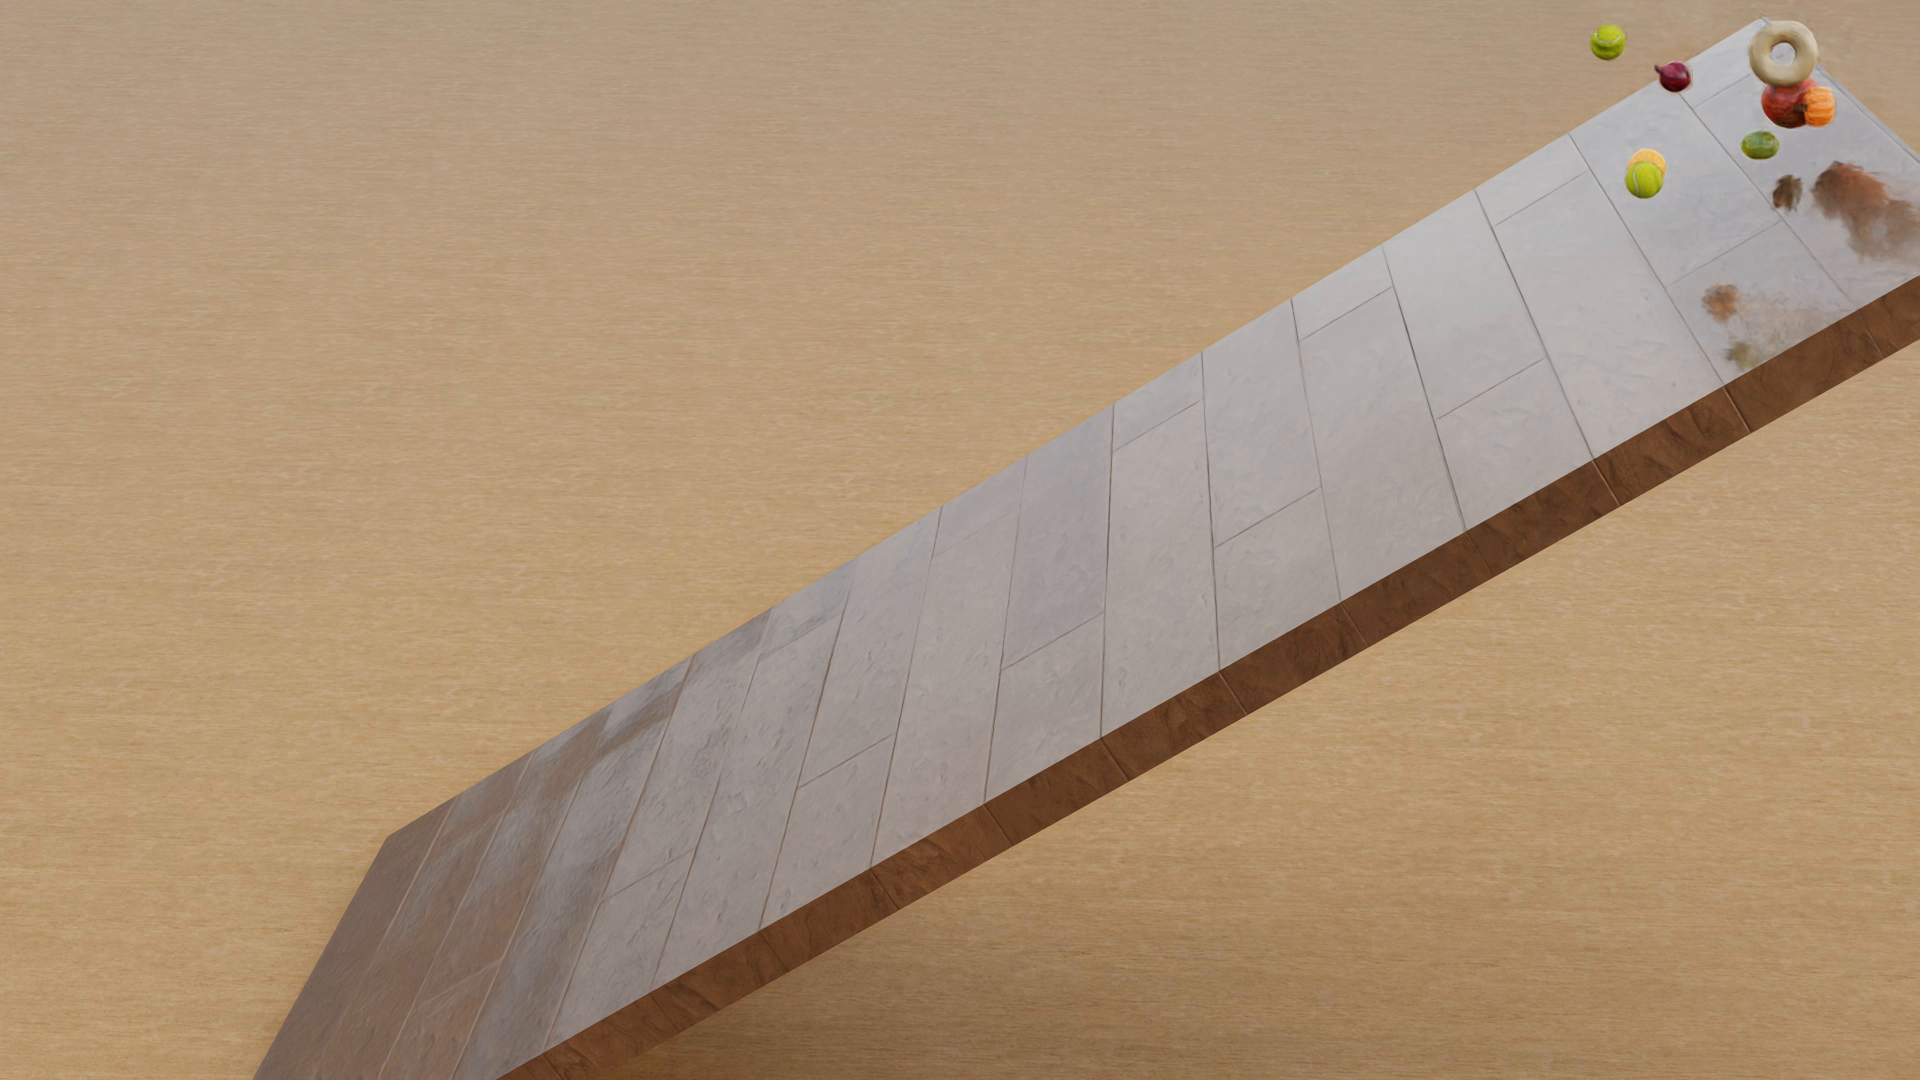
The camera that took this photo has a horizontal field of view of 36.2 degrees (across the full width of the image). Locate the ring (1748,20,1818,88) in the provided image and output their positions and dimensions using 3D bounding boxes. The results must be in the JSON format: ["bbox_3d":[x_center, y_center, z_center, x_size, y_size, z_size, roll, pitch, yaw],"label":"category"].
[{"bbox_3d":[1.584,-0.935,5.660,0.130,0.130,0.043,7,16,18],"label":"ring"}]

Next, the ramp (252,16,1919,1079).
[{"bbox_3d":[0.140,0.170,6.295,4.000,0.100,2.000,-31,15,14],"label":"ramp"}]
